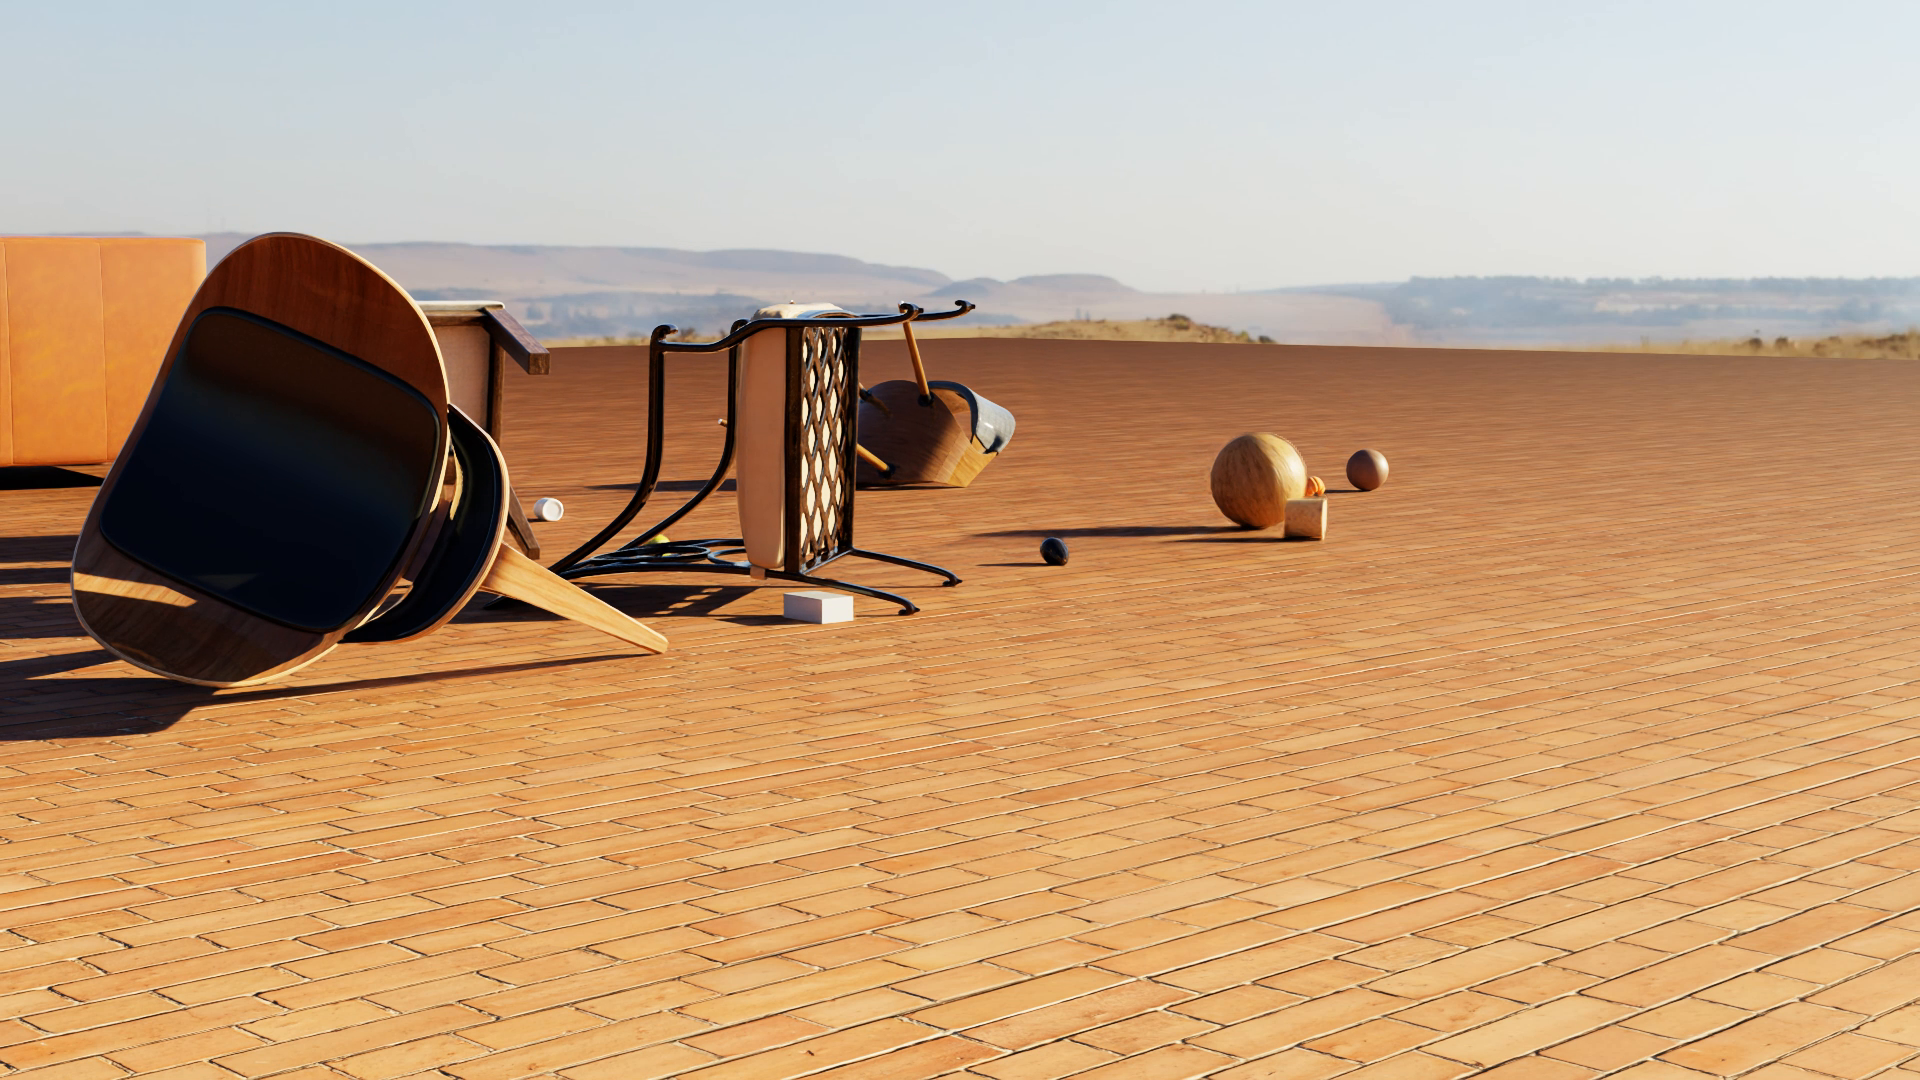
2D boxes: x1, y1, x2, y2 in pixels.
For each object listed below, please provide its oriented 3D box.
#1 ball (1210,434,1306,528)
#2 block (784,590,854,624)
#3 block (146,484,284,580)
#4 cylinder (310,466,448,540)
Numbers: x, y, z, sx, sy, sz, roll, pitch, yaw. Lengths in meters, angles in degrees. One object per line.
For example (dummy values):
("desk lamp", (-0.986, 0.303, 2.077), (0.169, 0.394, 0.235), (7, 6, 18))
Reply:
("ball", (0.778, -0.154, 6.694), (0.249, 0.249, 0.249), (0, 6, 0))
("block", (-0.273, 0.129, 4.935), (0.074, 0.047, 0.124), (-5, 8, -40))
("block", (-1.662, -0.023, 5.728), (0.271, 0.185, 0.170), (5, 8, 41))
("cylinder", (-1.471, -0.095, 6.485), (0.313, 0.174, 0.300), (-2, 8, -17))
